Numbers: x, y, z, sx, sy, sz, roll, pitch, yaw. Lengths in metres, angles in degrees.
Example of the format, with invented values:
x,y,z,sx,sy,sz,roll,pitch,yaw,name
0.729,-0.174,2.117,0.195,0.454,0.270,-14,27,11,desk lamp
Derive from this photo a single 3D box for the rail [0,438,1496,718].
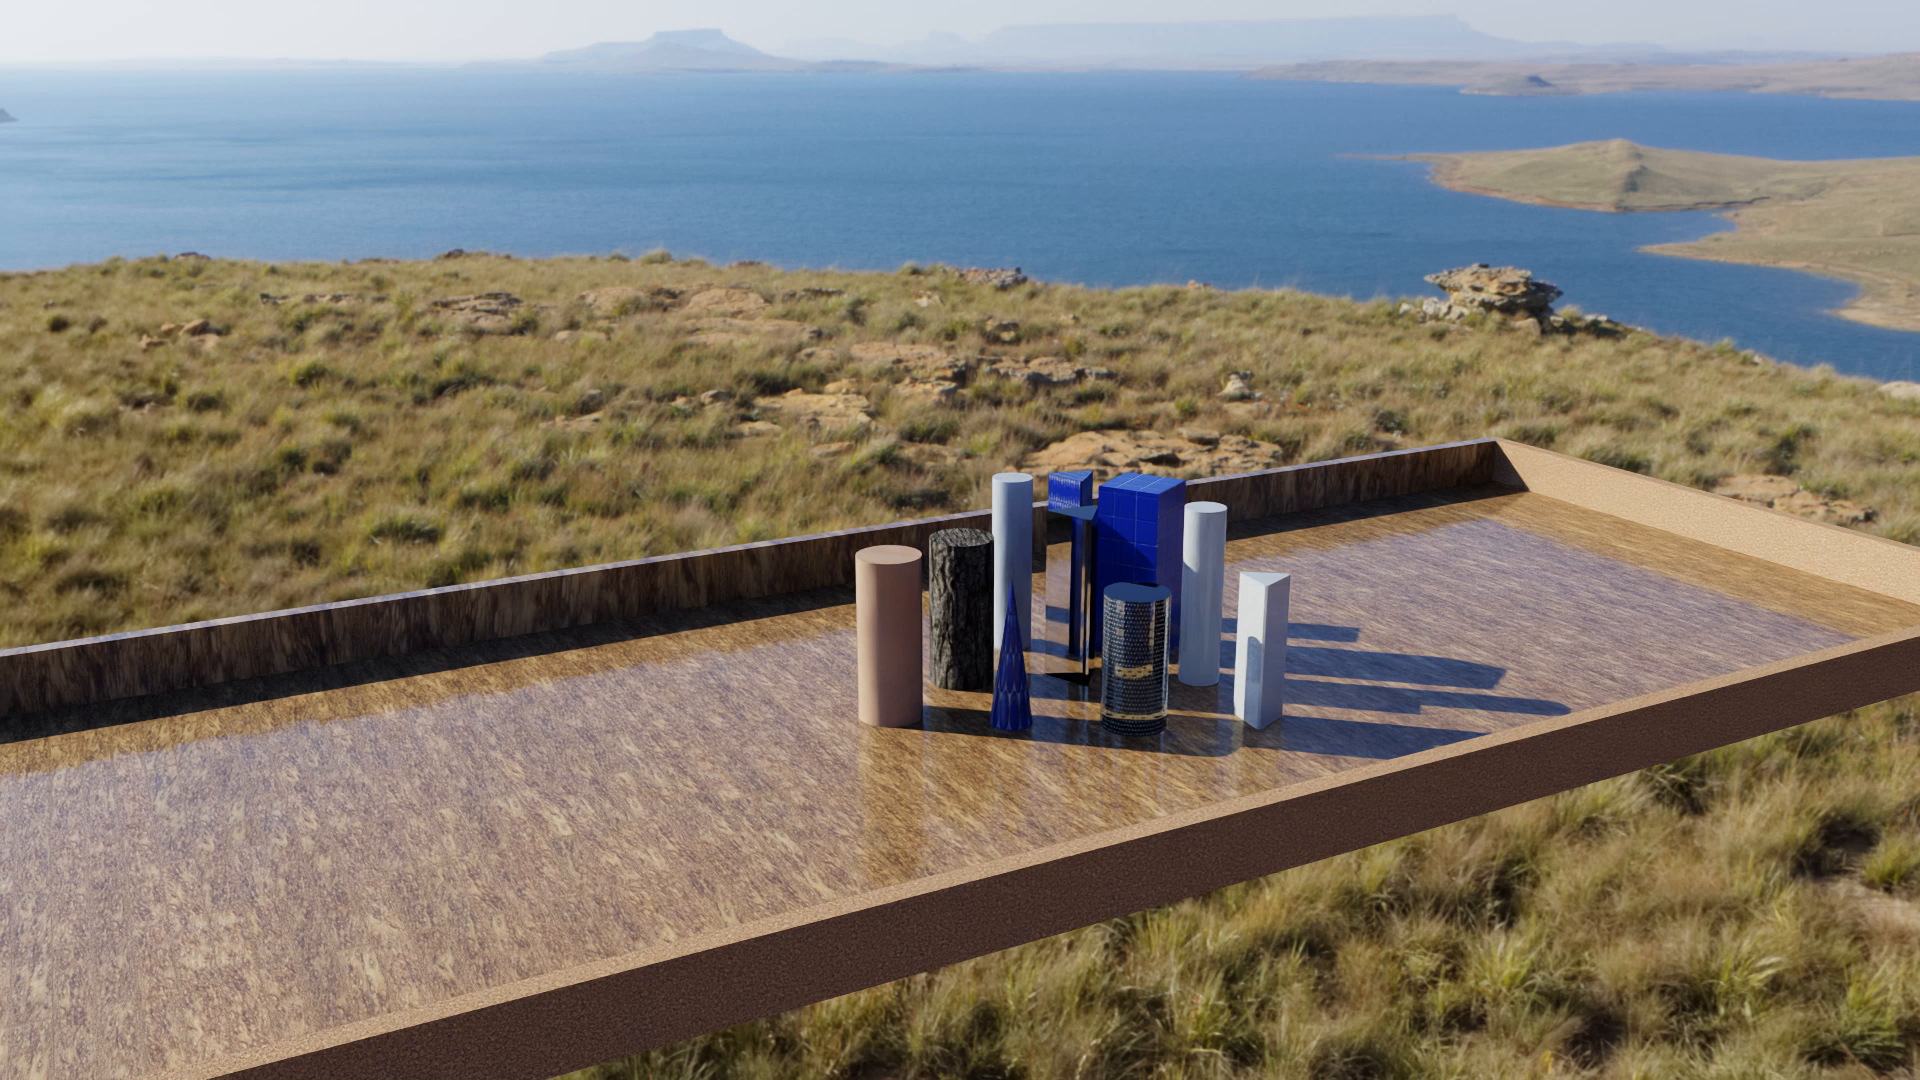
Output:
x,y,z,sx,sy,sz,roll,pitch,yaw,name
-3.305,0.497,3.399,12.000,0.150,0.050,-9,18,-27,rail

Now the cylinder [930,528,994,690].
x,y,z,sx,sy,sz,roll,pitch,yaw,name
0.004,0.172,4.108,0.161,0.373,0.161,0,16,0,cylinder

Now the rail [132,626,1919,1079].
x,y,z,sx,sy,sz,roll,pitch,yaw,name
-2.336,1.006,1.665,12.000,0.150,0.050,-9,18,-27,rail

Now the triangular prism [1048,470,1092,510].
x,y,z,sx,sy,sz,roll,pitch,yaw,name
0.327,0.011,4.607,0.108,0.401,0.125,-15,22,-41,triangular prism

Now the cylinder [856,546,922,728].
x,y,z,sx,sy,sz,roll,pitch,yaw,name
-0.165,0.225,3.880,0.154,0.399,0.154,0,16,0,cylinder

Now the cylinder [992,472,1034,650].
x,y,z,sx,sy,sz,roll,pitch,yaw,name
0.137,0.057,4.347,0.106,0.459,0.106,0,16,0,cylinder

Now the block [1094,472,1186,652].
x,y,z,sx,sy,sz,roll,pitch,yaw,name
0.472,0.069,4.323,0.169,0.450,0.169,10,19,29,block

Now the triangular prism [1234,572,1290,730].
x,y,z,sx,sy,sz,roll,pitch,yaw,name
0.693,0.252,3.870,0.098,0.353,0.113,13,21,37,triangular prism

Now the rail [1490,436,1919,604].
x,y,z,sx,sy,sz,roll,pitch,yaw,name
2.466,-0.048,5.253,0.050,0.150,2.100,-9,18,-27,rail

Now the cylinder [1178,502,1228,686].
x,y,z,sx,sy,sz,roll,pitch,yaw,name
0.602,0.135,4.099,0.103,0.449,0.103,0,16,0,cylinder

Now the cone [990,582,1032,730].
x,y,z,sx,sy,sz,roll,pitch,yaw,name
0.120,0.258,3.840,0.103,0.359,0.103,0,16,0,cone

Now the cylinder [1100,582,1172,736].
x,y,z,sx,sy,sz,roll,pitch,yaw,name
0.408,0.275,3.838,0.156,0.327,0.156,0,16,0,cylinder

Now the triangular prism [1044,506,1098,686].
x,y,z,sx,sy,sz,roll,pitch,yaw,name
0.304,0.133,4.138,0.135,0.431,0.117,14,21,39,triangular prism
